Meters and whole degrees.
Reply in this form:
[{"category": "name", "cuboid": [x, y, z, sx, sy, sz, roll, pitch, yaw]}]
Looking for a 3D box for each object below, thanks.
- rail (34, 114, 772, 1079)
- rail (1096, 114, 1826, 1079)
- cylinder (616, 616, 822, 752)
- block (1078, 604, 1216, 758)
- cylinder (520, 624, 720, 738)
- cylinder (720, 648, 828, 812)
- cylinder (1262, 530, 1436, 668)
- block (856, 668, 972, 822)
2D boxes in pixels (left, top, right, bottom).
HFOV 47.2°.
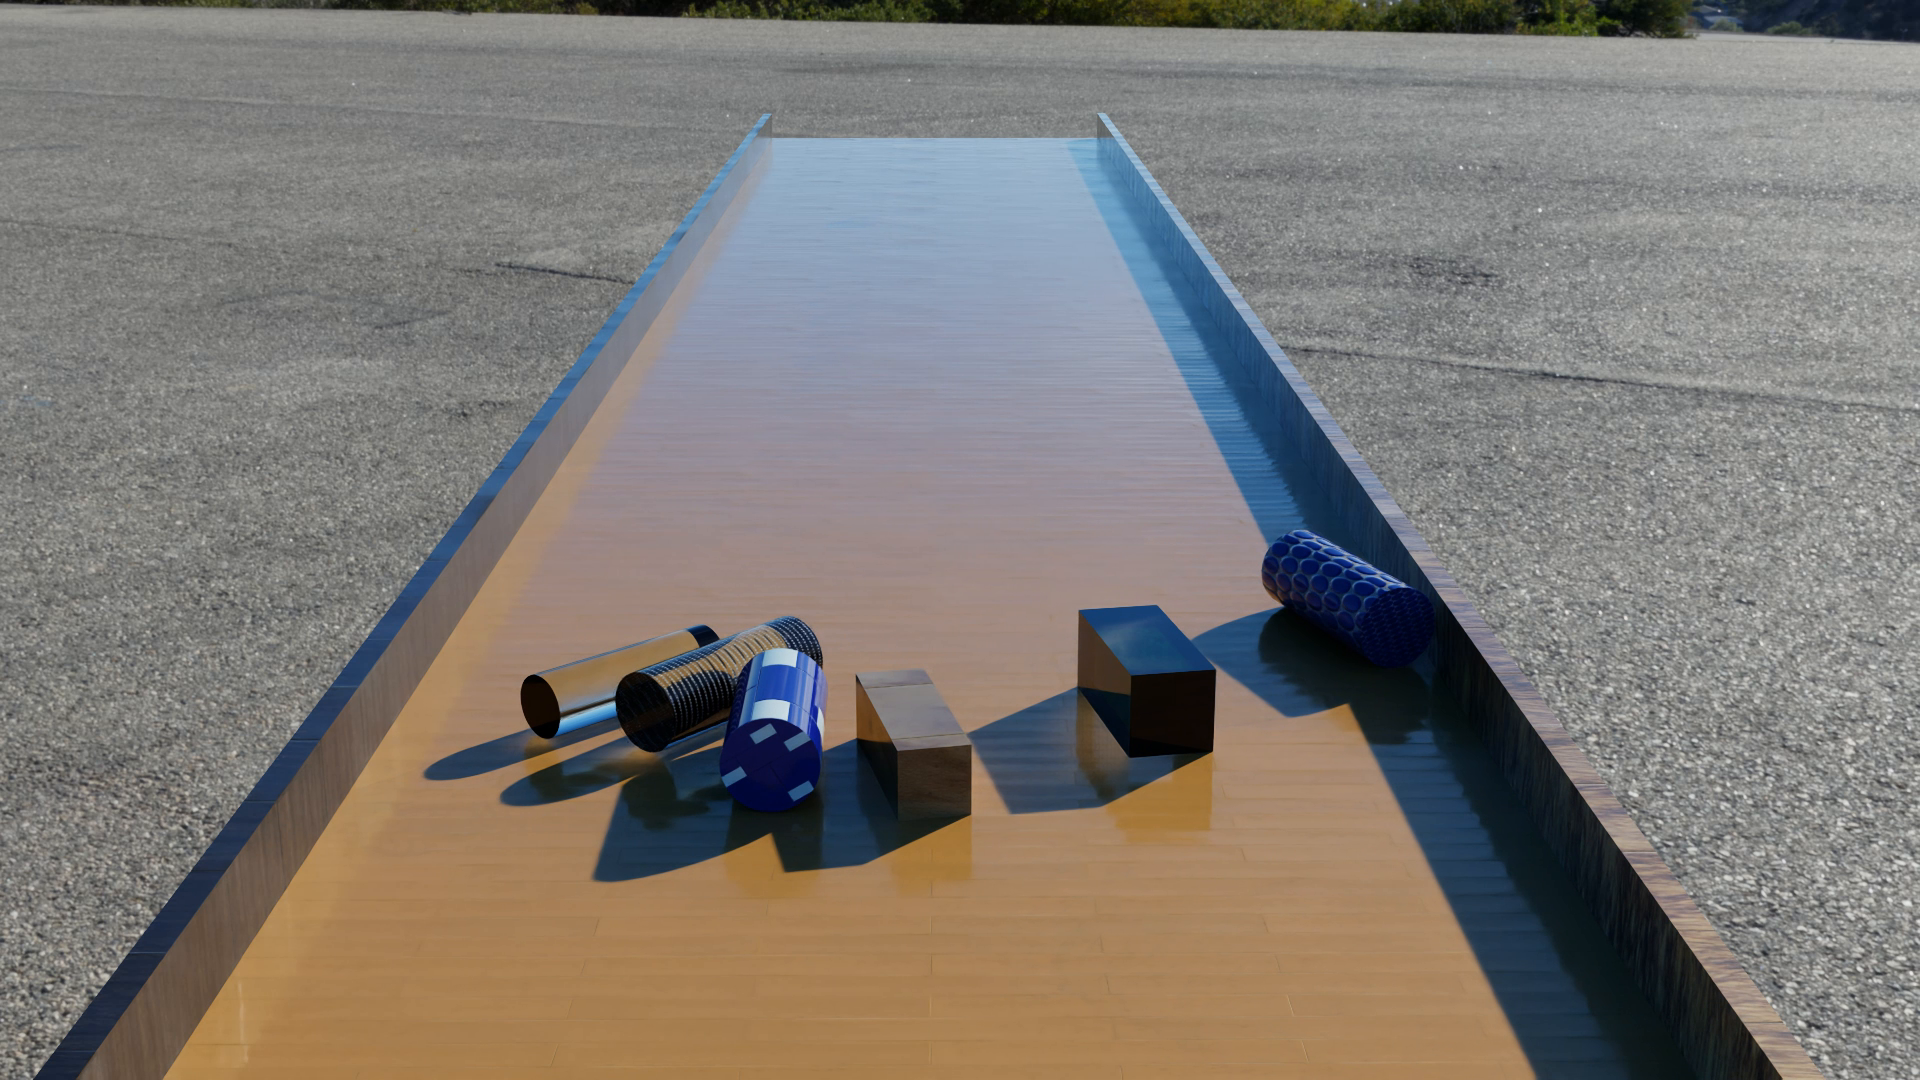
[{"category": "rail", "cuboid": [-1.118, -0.838, 7.780, 0.050, 0.150, 12.000, 0, 17, -1]}, {"category": "rail", "cuboid": [0.932, -0.844, 7.801, 0.050, 0.150, 12.000, 0, 17, -1]}, {"category": "cylinder", "cuboid": [-0.442, 0.263, 4.079, 0.150, 0.150, 0.398, 12, 21, 36]}, {"category": "block", "cuboid": [0.341, 0.257, 4.088, 0.156, 0.156, 0.374, -3, 17, -11]}, {"category": "cylinder", "cuboid": [-0.628, 0.263, 4.132, 0.121, 0.121, 0.392, 15, 22, 41]}, {"category": "cylinder", "cuboid": [-0.320, 0.326, 3.833, 0.168, 0.168, 0.351, 0, 17, -1]}, {"category": "cylinder", "cuboid": [0.795, 0.116, 4.540, 0.168, 0.168, 0.428, -6, 17, -18]}, {"category": "block", "cuboid": [-0.085, 0.350, 3.829, 0.125, 0.125, 0.382, -4, 17, -12]}]
